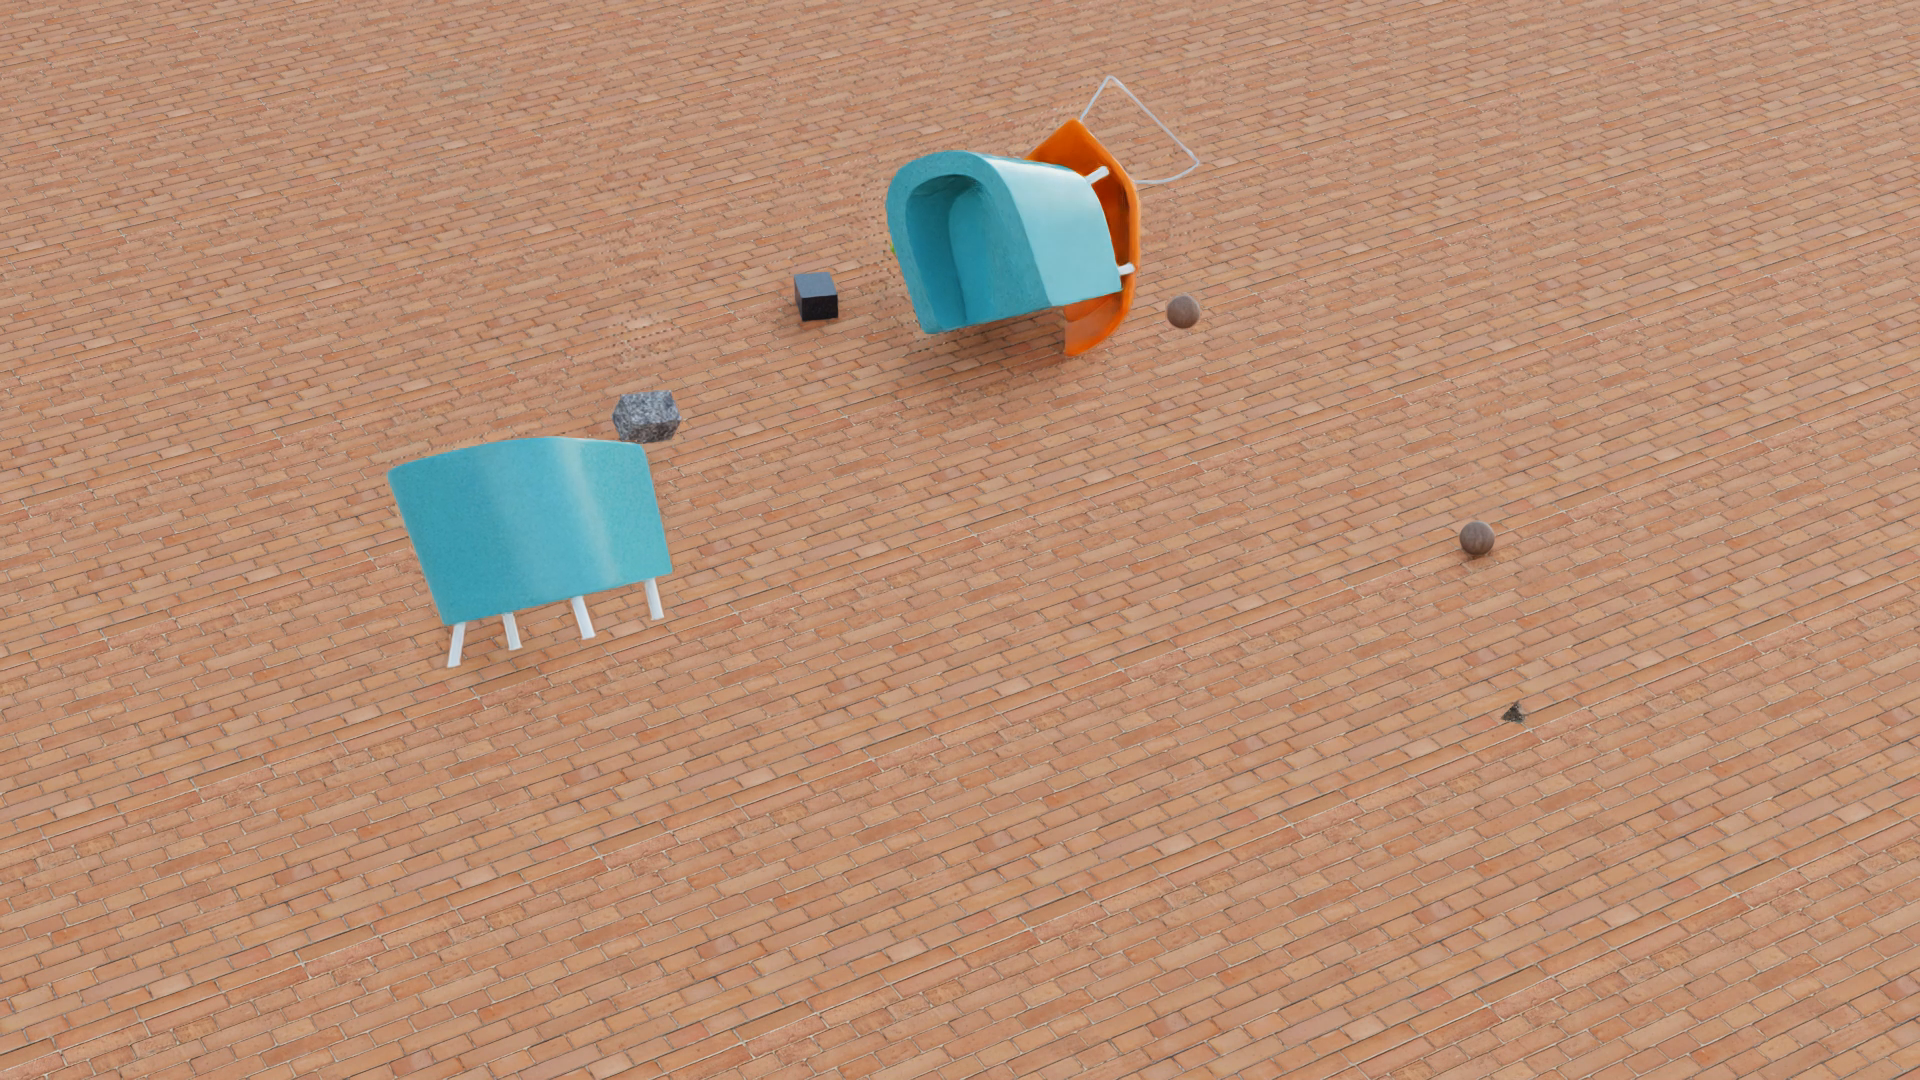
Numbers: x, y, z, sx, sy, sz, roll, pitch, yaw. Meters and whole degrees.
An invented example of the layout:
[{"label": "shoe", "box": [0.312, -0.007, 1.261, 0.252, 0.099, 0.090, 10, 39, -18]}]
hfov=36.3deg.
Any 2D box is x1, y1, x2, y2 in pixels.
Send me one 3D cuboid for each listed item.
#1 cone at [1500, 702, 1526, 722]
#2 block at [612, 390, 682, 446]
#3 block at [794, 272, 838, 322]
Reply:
[{"label": "cone", "box": [1.877, 0.599, 10.001, 0.080, 0.079, 0.053, -21, 3, 21]}, {"label": "block", "box": [-1.138, -0.444, 10.641, 0.192, 0.132, 0.135, -9, 62, -31]}, {"label": "block", "box": [-0.610, -1.032, 12.409, 0.153, 0.111, 0.209, -7, 34, -10]}]
